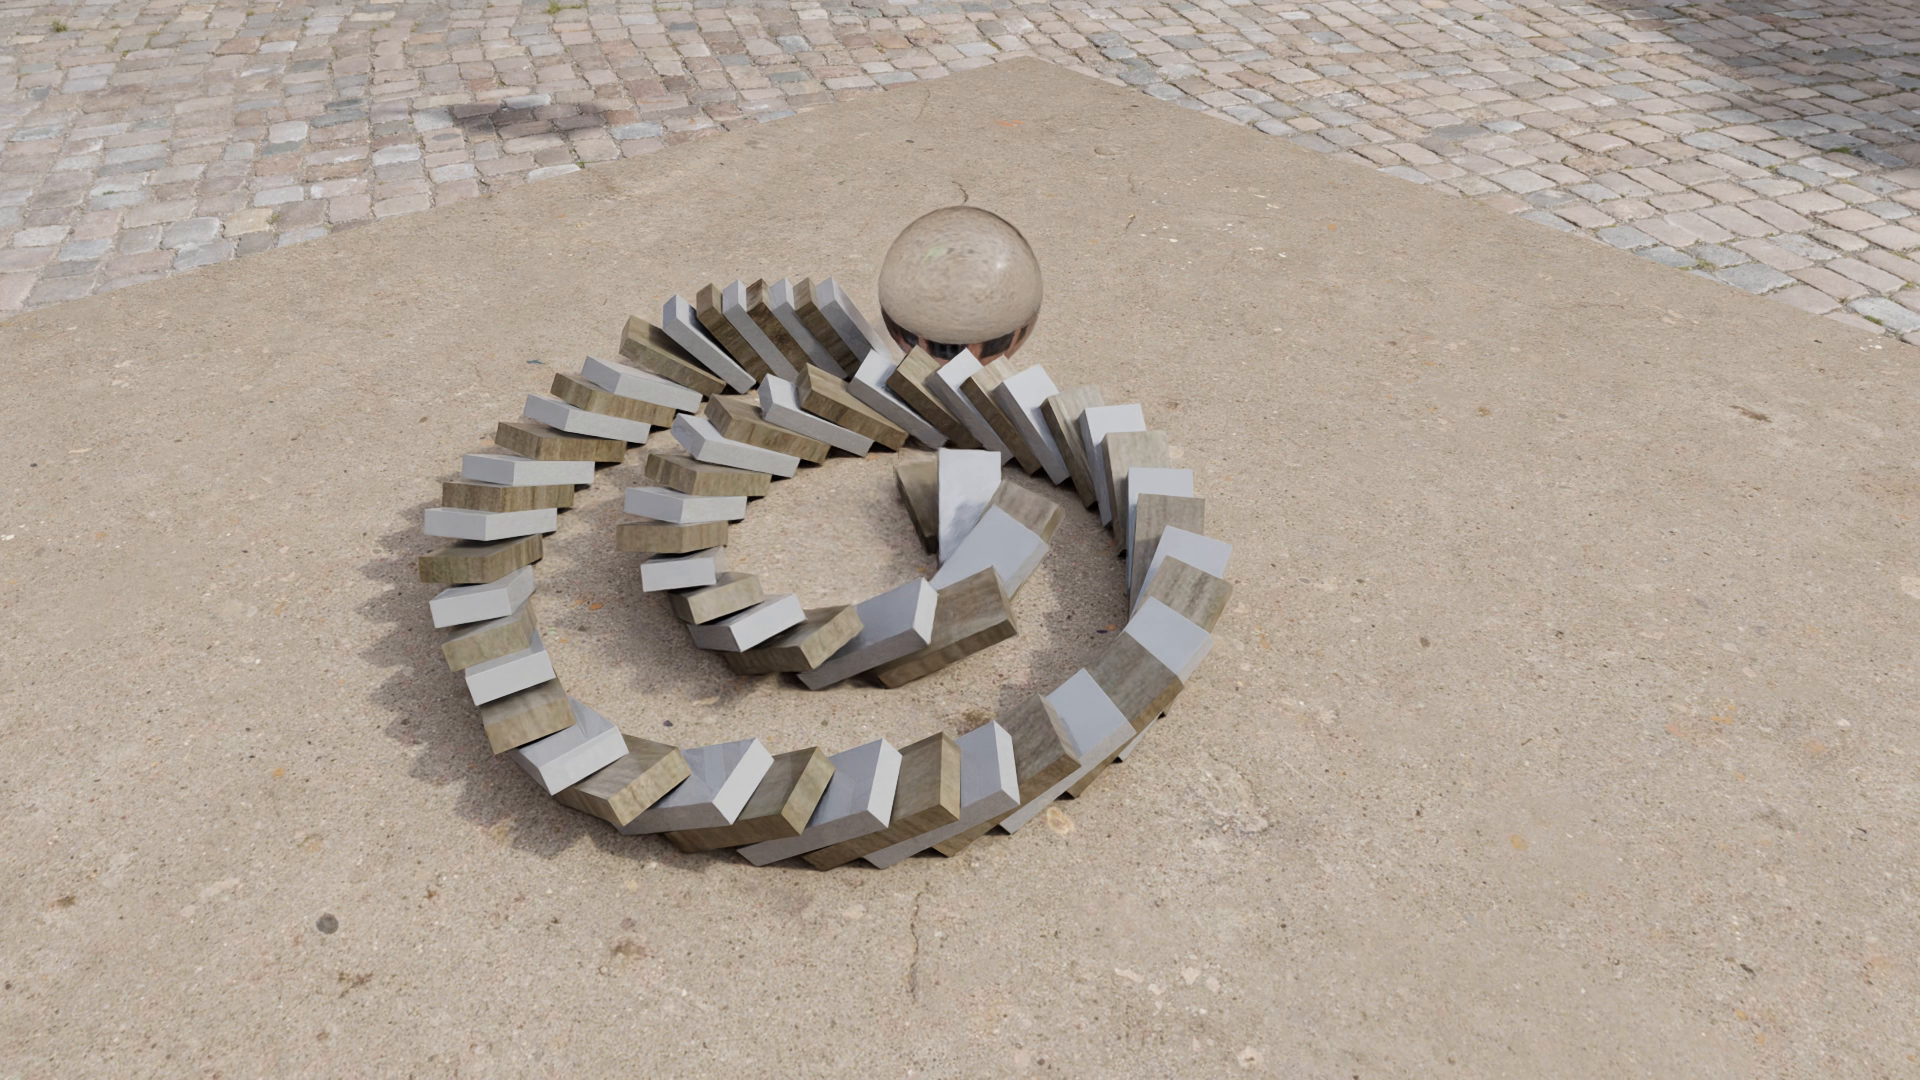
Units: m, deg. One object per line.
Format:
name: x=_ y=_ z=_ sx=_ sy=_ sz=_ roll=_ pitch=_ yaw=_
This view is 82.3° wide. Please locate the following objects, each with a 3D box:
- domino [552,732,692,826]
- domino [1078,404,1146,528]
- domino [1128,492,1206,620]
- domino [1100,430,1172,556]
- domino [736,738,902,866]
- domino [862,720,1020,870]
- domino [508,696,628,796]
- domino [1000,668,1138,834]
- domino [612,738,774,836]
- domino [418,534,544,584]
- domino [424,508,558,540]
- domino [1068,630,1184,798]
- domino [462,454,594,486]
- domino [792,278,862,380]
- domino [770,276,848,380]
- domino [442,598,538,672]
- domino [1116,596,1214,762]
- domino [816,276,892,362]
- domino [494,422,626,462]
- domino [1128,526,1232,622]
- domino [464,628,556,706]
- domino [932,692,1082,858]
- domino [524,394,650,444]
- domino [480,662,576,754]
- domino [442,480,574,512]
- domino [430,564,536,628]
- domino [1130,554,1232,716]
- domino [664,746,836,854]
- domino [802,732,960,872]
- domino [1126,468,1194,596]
domino: x=-0.106 y=0.072 z=0.338 sx=0.050 sy=0.010 sz=0.025 roll=-2 pitch=28 yaw=48
domino: x=0.068 y=-0.032 z=0.460 sx=0.025 sy=0.010 sz=0.050 roll=-7 pitch=73 yaw=-14
domino: x=0.077 y=0.008 z=0.413 sx=0.025 sy=0.009 sz=0.050 roll=5 pitch=73 yaw=7
domino: x=0.074 y=-0.019 z=0.446 sx=0.025 sy=0.010 sz=0.050 roll=-3 pitch=72 yaw=-8
domino: x=-0.042 y=0.078 z=0.326 sx=0.050 sy=0.010 sz=0.025 roll=-23 pitch=34 yaw=27
domino: x=-0.007 y=0.076 z=0.329 sx=0.050 sy=0.010 sz=0.025 roll=-30 pitch=37 yaw=19
domino: x=-0.126 y=0.064 z=0.348 sx=0.025 sy=0.009 sz=0.050 roll=-28 pitch=20 yaw=-30
domino: x=0.028 y=0.066 z=0.345 sx=0.050 sy=0.009 sz=0.025 roll=-39 pitch=47 yaw=-1
domino: x=-0.082 y=0.075 z=0.332 sx=0.050 sy=0.010 sz=0.025 roll=-15 pitch=28 yaw=35
domino: x=-0.180 y=0.006 z=0.417 sx=0.025 sy=0.009 sz=0.050 roll=0 pitch=10 yaw=1
domino: x=-0.183 y=-0.008 z=0.432 sx=0.025 sy=0.010 sz=0.050 roll=6 pitch=6 yaw=9
domino: x=0.045 y=0.056 z=0.356 sx=0.050 sy=0.009 sz=0.025 roll=-44 pitch=51 yaw=-4
domino: x=-0.178 y=-0.029 z=0.457 sx=0.025 sy=0.010 sz=0.050 roll=9 pitch=6 yaw=17
domino: x=-0.062 y=-0.102 z=0.538 sx=0.009 sy=0.050 sz=0.025 roll=-30 pitch=38 yaw=13
domino: x=-0.074 y=-0.102 z=0.538 sx=0.009 sy=0.050 sz=0.025 roll=-30 pitch=38 yaw=13
domino: x=-0.163 y=0.032 z=0.384 sx=0.025 sy=0.009 sz=0.050 roll=-18 pitch=12 yaw=-16
domino: x=0.059 y=0.046 z=0.368 sx=0.025 sy=0.010 sz=0.050 roll=35 pitch=81 yaw=34
domino: x=-0.051 y=-0.103 z=0.539 sx=0.009 sy=0.050 sz=0.025 roll=-30 pitch=38 yaw=13
domino: x=-0.171 y=-0.042 z=0.475 sx=0.025 sy=0.010 sz=0.050 roll=19 pitch=11 yaw=22
domino: x=0.078 y=0.022 z=0.396 sx=0.025 sy=0.010 sz=0.050 roll=18 pitch=75 yaw=19
domino: x=-0.153 y=0.042 z=0.371 sx=0.025 sy=0.010 sz=0.050 roll=-20 pitch=12 yaw=-22
domino: x=0.010 y=0.071 z=0.335 sx=0.050 sy=0.009 sz=0.025 roll=-37 pitch=41 yaw=11
domino: x=-0.164 y=-0.053 z=0.486 sx=0.025 sy=0.009 sz=0.050 roll=20 pitch=7 yaw=24
domino: x=-0.143 y=0.054 z=0.361 sx=0.025 sy=0.010 sz=0.050 roll=-20 pitch=17 yaw=-23
domino: x=-0.181 y=-0.018 z=0.444 sx=0.025 sy=0.009 sz=0.050 roll=6 pitch=6 yaw=12
domino: x=-0.172 y=0.020 z=0.400 sx=0.025 sy=0.010 sz=0.050 roll=-10 pitch=10 yaw=-10
domino: x=0.072 y=0.033 z=0.383 sx=0.025 sy=0.009 sz=0.050 roll=26 pitch=77 yaw=23
domino: x=-0.063 y=0.078 z=0.328 sx=0.050 sy=0.009 sz=0.025 roll=-18 pitch=29 yaw=33
domino: x=-0.023 y=0.078 z=0.326 sx=0.050 sy=0.009 sz=0.025 roll=-26 pitch=37 yaw=23
domino: x=0.078 y=-0.003 z=0.428 sx=0.025 sy=0.010 sz=0.050 roll=2 pitch=70 yaw=3
